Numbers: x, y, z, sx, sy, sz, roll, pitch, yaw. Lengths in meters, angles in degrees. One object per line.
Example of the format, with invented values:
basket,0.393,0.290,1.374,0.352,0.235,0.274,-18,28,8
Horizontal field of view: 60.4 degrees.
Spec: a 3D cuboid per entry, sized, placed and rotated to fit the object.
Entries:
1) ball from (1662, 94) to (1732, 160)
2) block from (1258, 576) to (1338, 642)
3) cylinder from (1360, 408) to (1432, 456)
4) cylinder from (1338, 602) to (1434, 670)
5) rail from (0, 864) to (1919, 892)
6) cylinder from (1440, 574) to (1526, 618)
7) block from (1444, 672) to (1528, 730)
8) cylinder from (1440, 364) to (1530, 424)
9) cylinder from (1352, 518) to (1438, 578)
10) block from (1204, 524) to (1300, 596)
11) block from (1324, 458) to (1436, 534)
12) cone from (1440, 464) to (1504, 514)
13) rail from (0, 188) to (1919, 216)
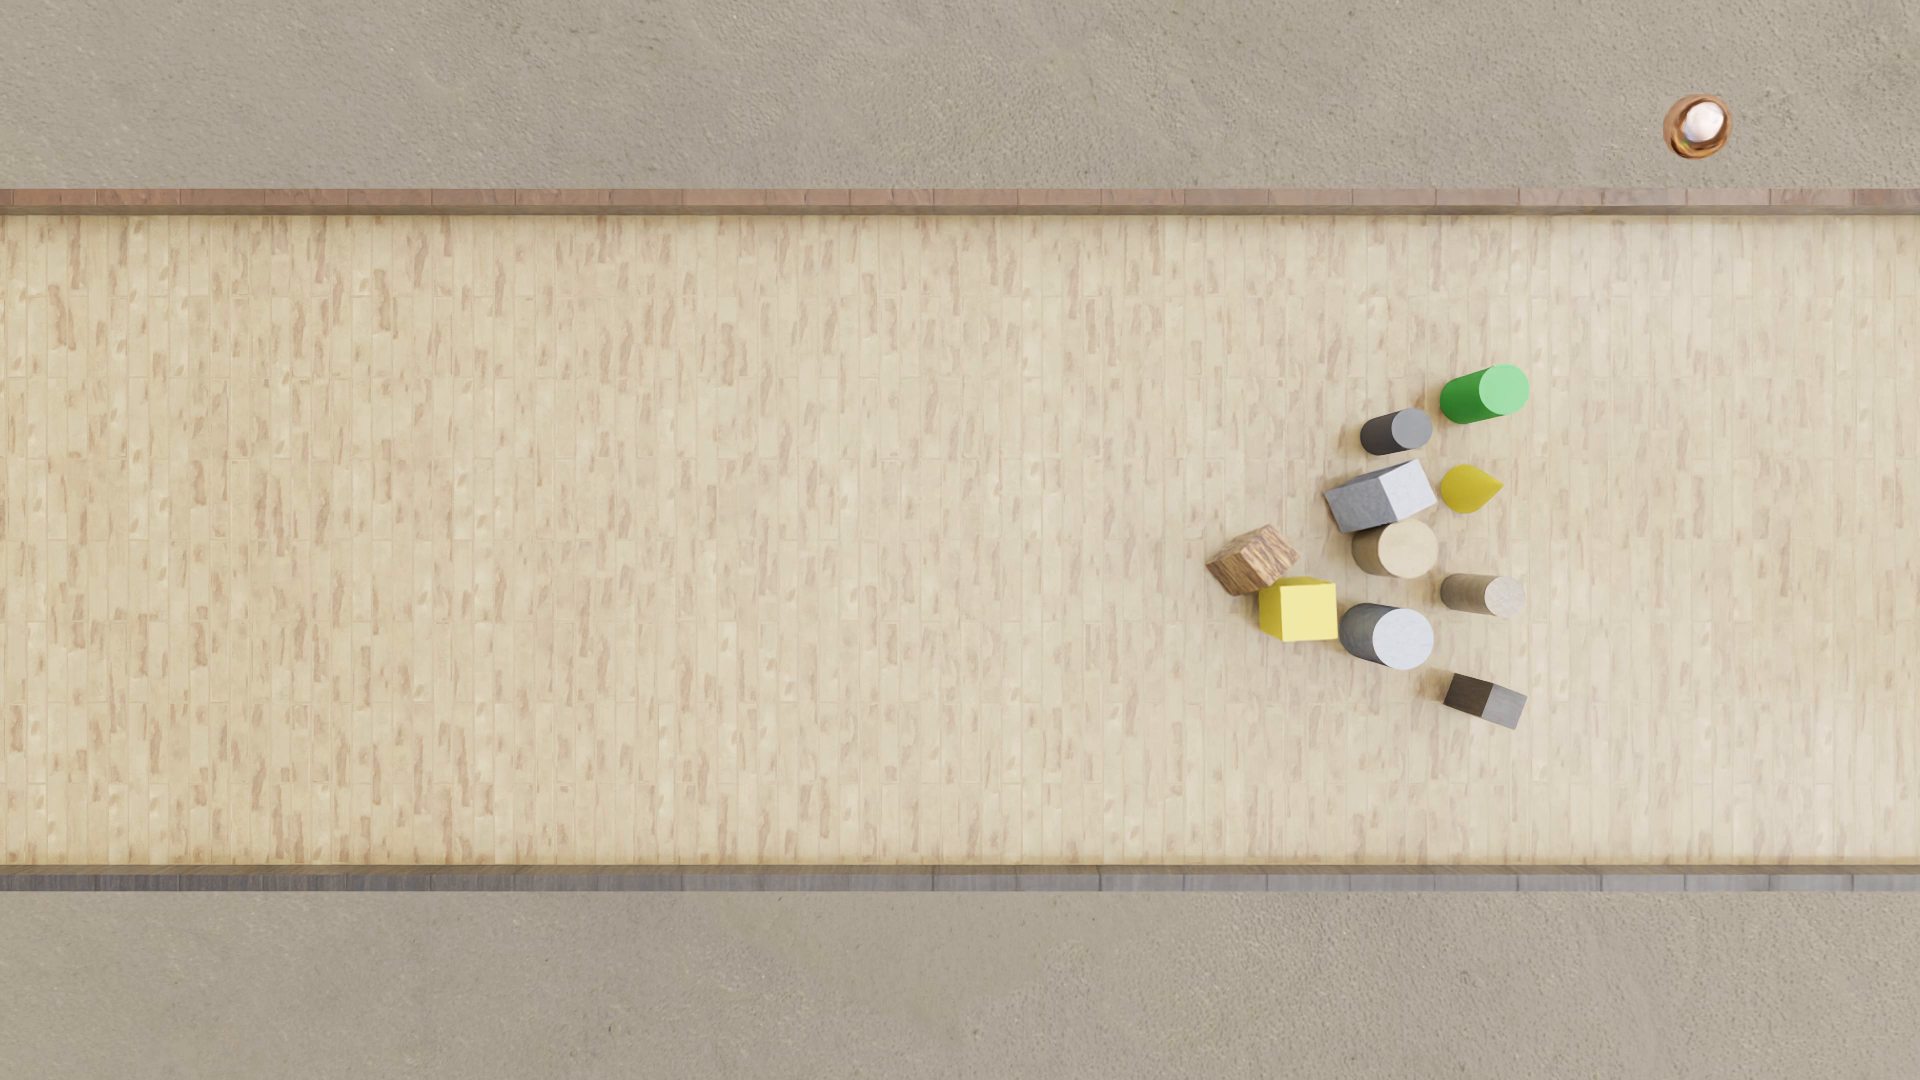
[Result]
ball,2.147,-1.204,4.804,0.188,0.188,0.188,0,90,0
block,0.998,0.201,4.896,0.157,0.355,0.157,-3,92,0
cylinder,1.290,-0.319,4.891,0.118,0.370,0.118,0,90,0
cylinder,1.252,0.280,4.868,0.173,0.418,0.173,0,90,0
rail,-2.247,1.025,5.001,12.000,0.150,0.050,0,90,0
cylinder,1.535,0.160,4.861,0.116,0.432,0.116,0,90,0
block,1.554,0.476,4.891,0.104,0.370,0.104,21,90,0
cylinder,1.549,-0.429,4.885,0.145,0.383,0.145,0,90,0
cylinder,1.290,0.025,4.909,0.172,0.333,0.172,0,90,0
block,0.866,0.063,4.906,0.131,0.319,0.131,-41,91,-12
block,1.242,-0.127,4.890,0.138,0.347,0.138,-24,90,-15
cone,1.555,-0.157,4.893,0.151,0.367,0.151,0,90,0
rail,-2.247,-1.025,5.002,12.000,0.150,0.050,0,90,0
